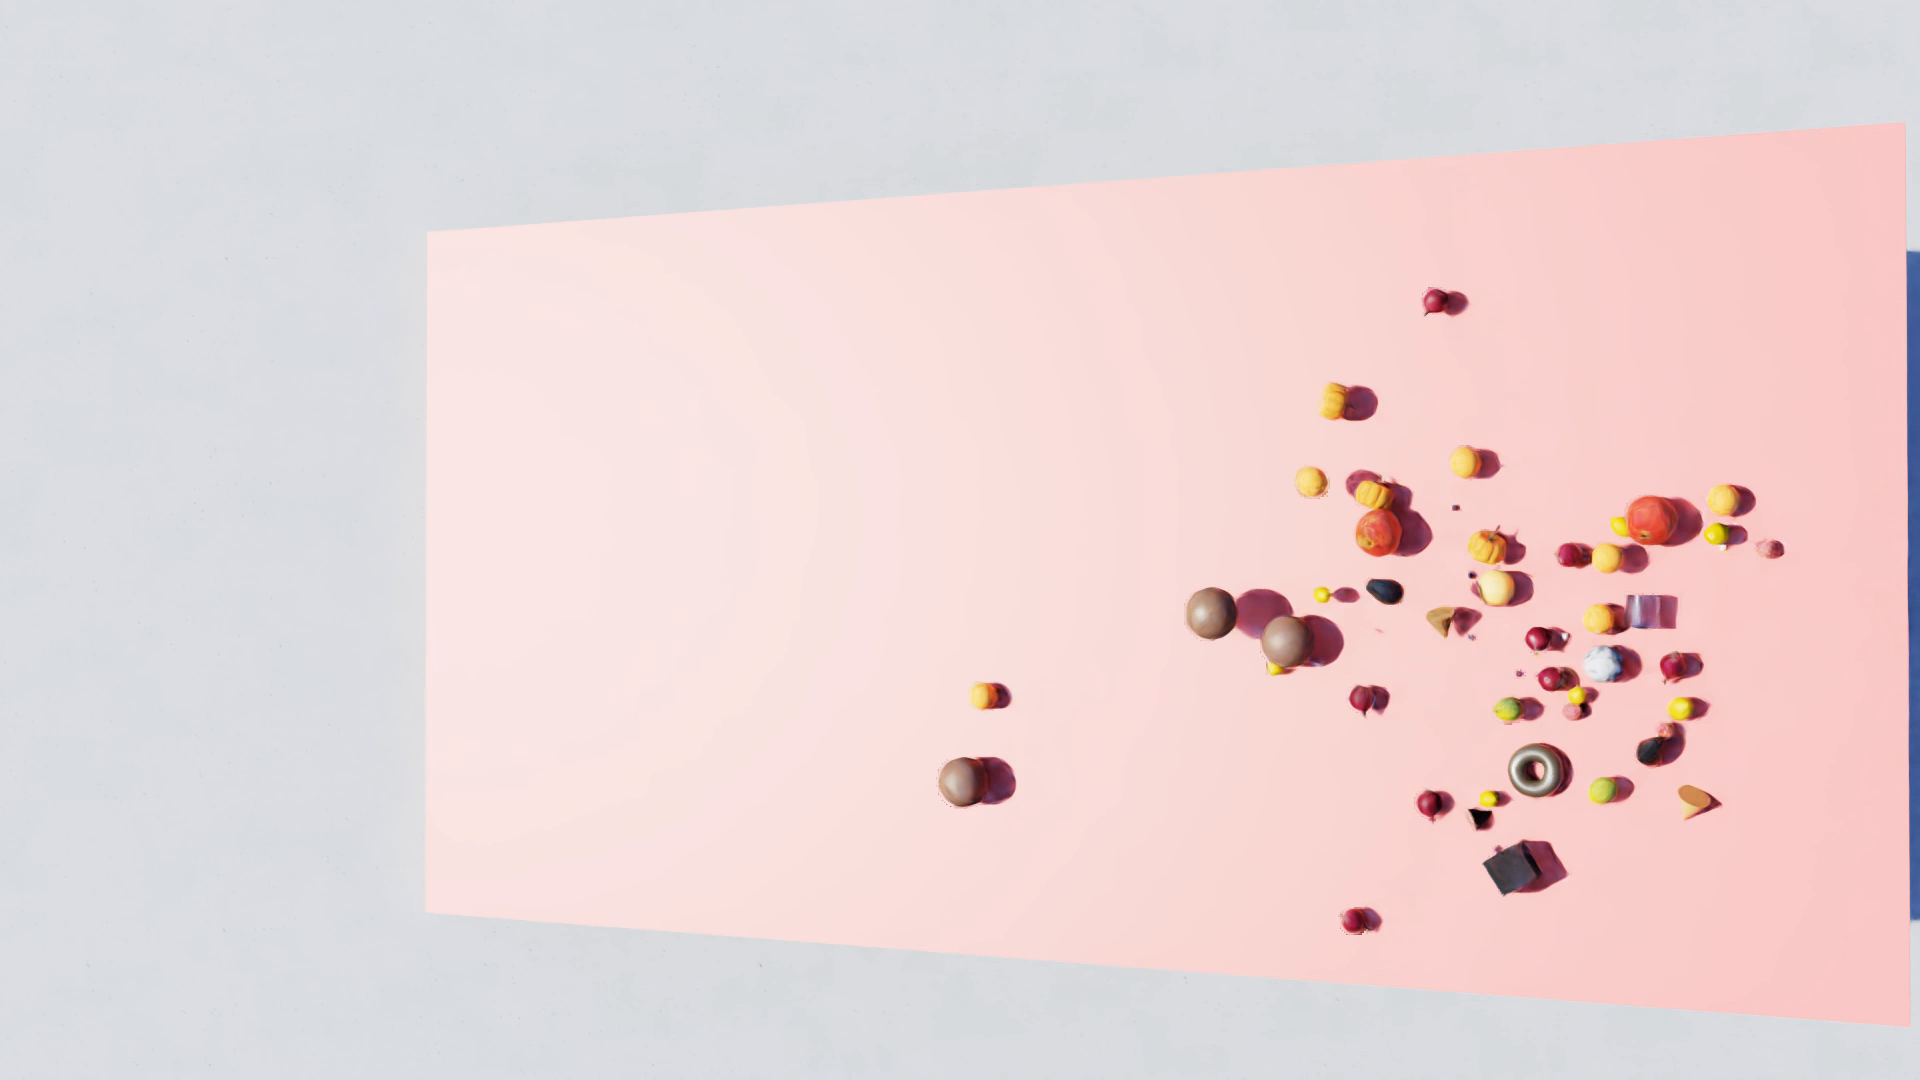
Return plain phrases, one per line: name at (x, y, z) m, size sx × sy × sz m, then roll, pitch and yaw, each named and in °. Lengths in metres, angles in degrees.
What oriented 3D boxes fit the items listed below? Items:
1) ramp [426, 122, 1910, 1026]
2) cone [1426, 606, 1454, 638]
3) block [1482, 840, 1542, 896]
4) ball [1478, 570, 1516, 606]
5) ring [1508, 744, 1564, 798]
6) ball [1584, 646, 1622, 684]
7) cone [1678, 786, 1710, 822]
ramp at (0.283, 0.084, 5.709) m, size 4.000 × 0.100 × 2.000 m, roll 0°, pitch 89°, yaw 24°
cone at (1.145, 0.206, 5.216) m, size 0.069 × 0.069 × 0.069 m, roll -18°, pitch 111°, yaw 0°
block at (1.295, 0.768, 5.154) m, size 0.090 × 0.090 × 0.090 m, roll -34°, pitch 76°, yaw 20°
ball at (1.263, 0.112, 5.178) m, size 0.086 × 0.086 × 0.086 m, roll 0°, pitch 89°, yaw 0°
ring at (1.349, 0.541, 5.158) m, size 0.129 × 0.043 × 0.129 m, roll -2°, pitch 85°, yaw 26°
ball at (1.485, 0.287, 5.078) m, size 0.088 × 0.088 × 0.088 m, roll 0°, pitch 89°, yaw 0°
cone at (1.664, 0.614, 5.024) m, size 0.076 × 0.076 × 0.076 m, roll 11°, pitch 123°, yaw 0°
